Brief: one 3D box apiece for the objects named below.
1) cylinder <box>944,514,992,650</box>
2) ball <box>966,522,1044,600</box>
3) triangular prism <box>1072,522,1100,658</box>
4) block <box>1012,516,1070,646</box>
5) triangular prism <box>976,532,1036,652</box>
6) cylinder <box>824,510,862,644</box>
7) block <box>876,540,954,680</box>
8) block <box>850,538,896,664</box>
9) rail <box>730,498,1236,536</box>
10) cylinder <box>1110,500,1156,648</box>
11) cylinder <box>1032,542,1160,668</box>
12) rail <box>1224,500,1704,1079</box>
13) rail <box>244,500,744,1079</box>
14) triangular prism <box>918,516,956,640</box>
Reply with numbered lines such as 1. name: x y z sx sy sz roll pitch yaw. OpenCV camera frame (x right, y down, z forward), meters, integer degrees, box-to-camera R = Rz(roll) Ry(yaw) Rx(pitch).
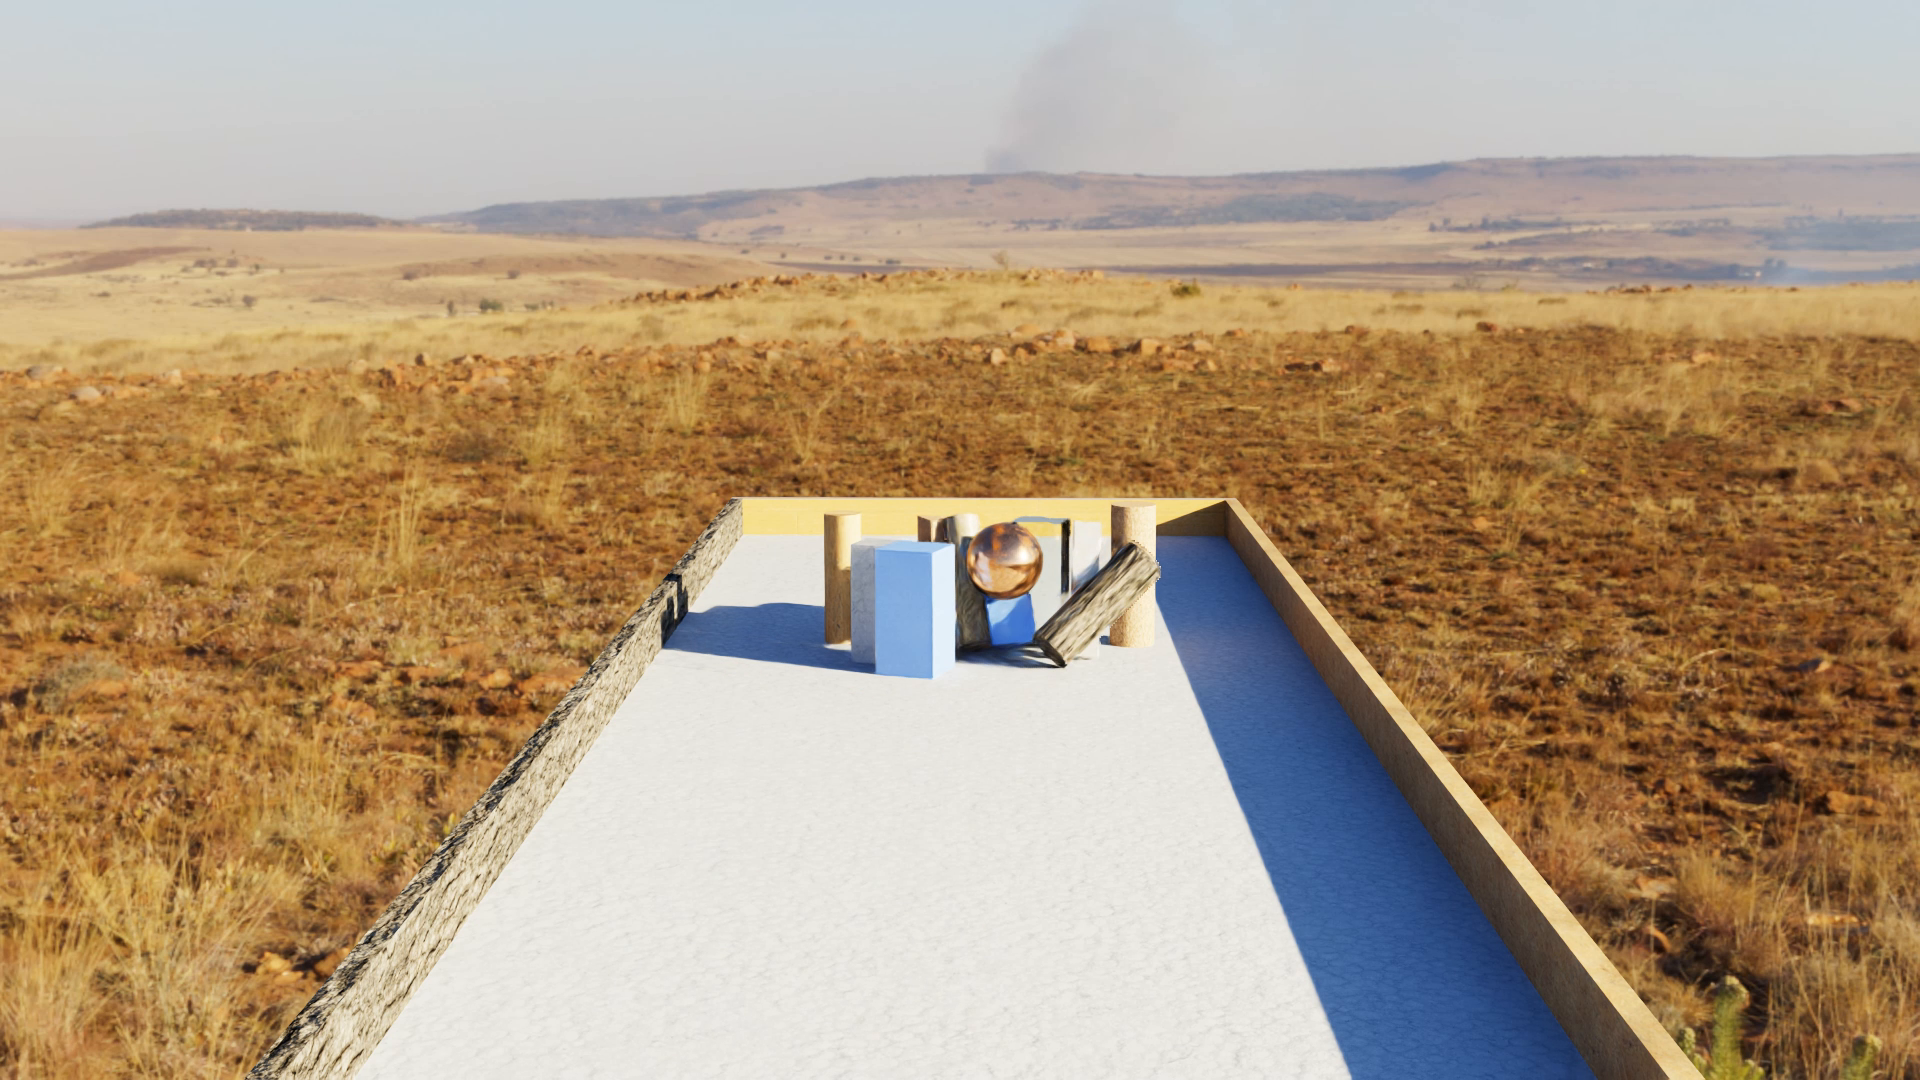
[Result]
1. cylinder: 0.030 0.131 6.831 0.109 0.412 0.109 -7 -10 -1
2. ball: 0.134 0.064 6.642 0.235 0.235 0.235 0 9 0
3. triangular prism: 0.371 0.150 6.726 0.089 0.413 0.077 1 0 -19
4. block: 0.250 0.130 6.927 0.163 0.389 0.163 2 7 13
5. triangular prism: 0.128 0.158 6.811 0.143 0.356 0.124 -5 -13 -15
6. cylinder: -0.370 0.118 6.953 0.117 0.411 0.117 0 9 0
7. block: -0.132 0.205 6.518 0.179 0.376 0.179 3 10 21
8. block: -0.249 0.185 6.684 0.126 0.362 0.126 3 10 20
9. rail: 0.099 -0.098 9.147 2.100 0.150 0.050 0 9 1
10. cylinder: 0.543 0.107 6.918 0.141 0.444 0.141 0 9 0
11. cylinder: 0.412 0.195 6.624 0.410 0.138 0.138 -43 24 -15
12. rail: 1.046 0.843 3.208 0.050 0.150 12.000 0 9 1
13. rail: -1.004 0.839 3.234 0.050 0.150 12.000 0 9 1
14. triangular prism: -0.092 0.124 6.944 0.101 0.400 0.117 6 11 36
